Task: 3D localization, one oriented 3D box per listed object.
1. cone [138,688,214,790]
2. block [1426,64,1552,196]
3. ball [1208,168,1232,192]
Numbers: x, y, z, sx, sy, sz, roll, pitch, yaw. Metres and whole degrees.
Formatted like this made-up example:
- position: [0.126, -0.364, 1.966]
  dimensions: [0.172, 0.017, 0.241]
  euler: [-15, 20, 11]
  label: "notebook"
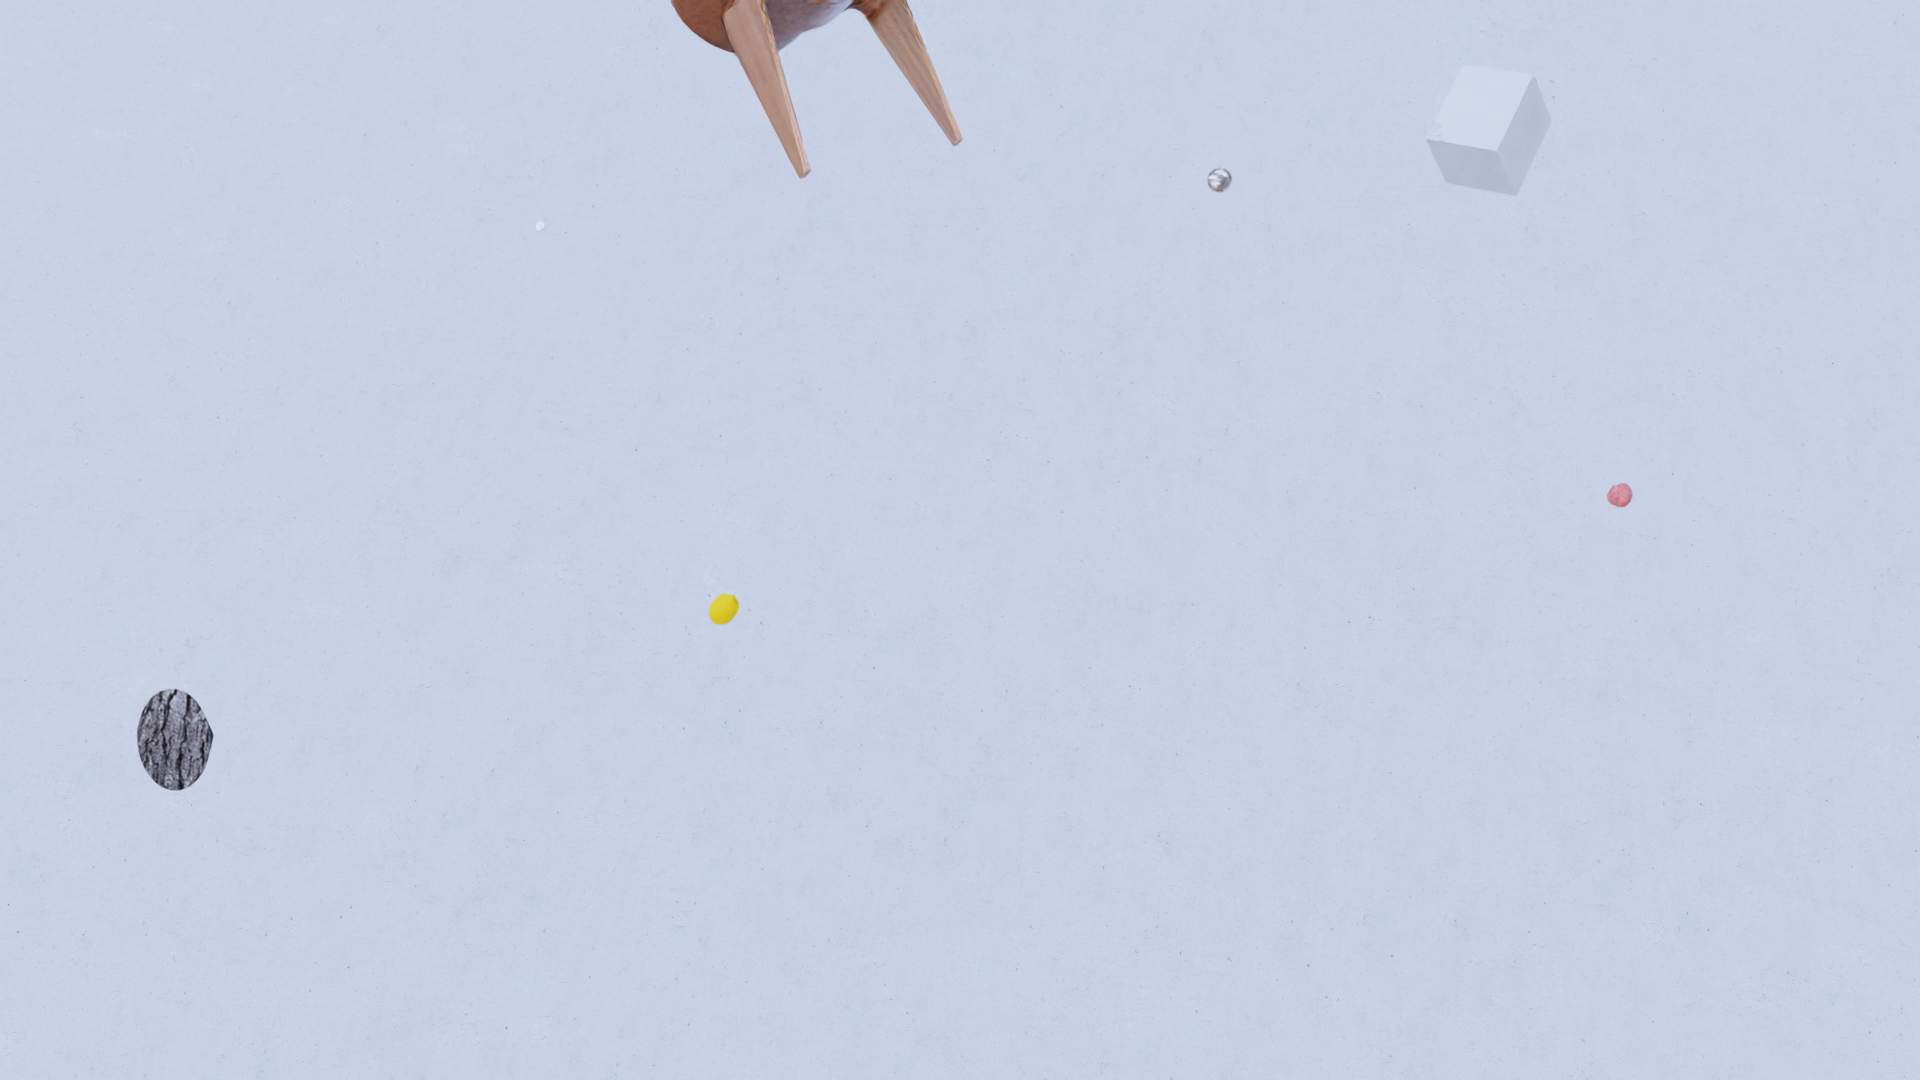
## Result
- position: [-1.398, 0.359, 4.011]
  dimensions: [0.178, 0.097, 0.185]
  euler: [15, 98, 25]
  label: "cone"
- position: [1.072, -0.831, 4.454]
  dimensions: [0.157, 0.162, 0.184]
  euler: [19, 75, 34]
  label: "block"
- position: [0.552, -0.764, 4.669]
  dimensions: [0.052, 0.052, 0.052]
  euler: [0, 56, 0]
  label: "ball"
